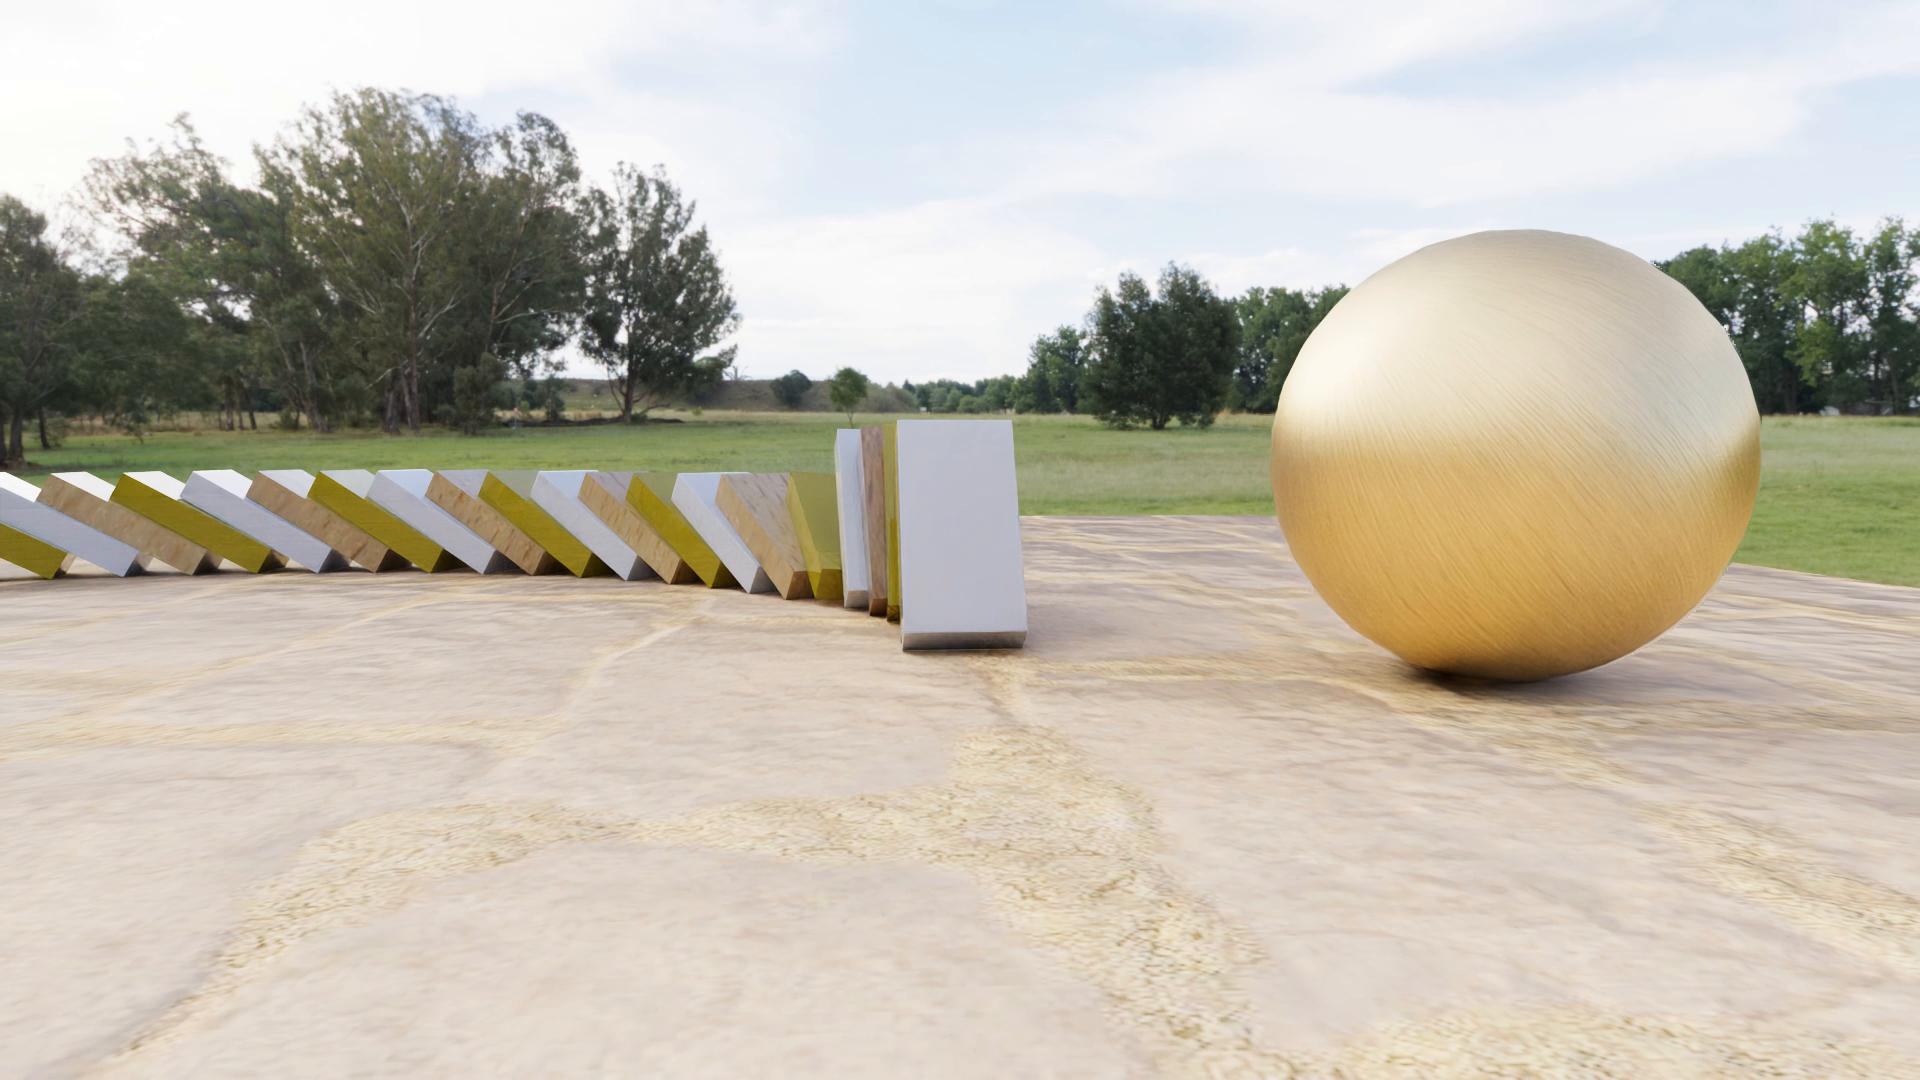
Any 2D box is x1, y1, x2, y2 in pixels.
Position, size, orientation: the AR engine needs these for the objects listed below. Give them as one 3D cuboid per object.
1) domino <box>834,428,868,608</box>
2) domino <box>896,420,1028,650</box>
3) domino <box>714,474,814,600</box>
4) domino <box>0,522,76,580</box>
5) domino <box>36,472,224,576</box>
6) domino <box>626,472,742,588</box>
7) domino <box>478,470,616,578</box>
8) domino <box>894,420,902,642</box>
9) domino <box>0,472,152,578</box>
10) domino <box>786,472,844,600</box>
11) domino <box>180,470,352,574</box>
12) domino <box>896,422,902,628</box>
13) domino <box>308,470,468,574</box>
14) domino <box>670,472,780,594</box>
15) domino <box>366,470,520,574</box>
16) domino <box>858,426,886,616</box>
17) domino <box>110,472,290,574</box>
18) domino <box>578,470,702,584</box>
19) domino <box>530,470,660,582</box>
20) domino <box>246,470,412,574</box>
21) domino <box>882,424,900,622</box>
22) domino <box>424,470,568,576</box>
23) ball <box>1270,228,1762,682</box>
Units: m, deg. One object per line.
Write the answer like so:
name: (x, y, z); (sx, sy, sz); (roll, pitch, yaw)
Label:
domino: (-0.019, -0.006, 0.340); (0.025, 0.050, 0.009); (0, -32, -12)
domino: (0.000, -0.002, 0.272); (0.025, 0.050, 0.009); (0, -27, -5)
domino: (-0.049, -0.002, 0.371); (0.025, 0.009, 0.050); (-3, 36, -36)
domino: (-0.306, -0.004, 0.402); (0.050, 0.010, 0.025); (31, -10, -24)
domino: (-0.270, -0.006, 0.421); (0.050, 0.009, 0.025); (30, -3, -13)
domino: (-0.079, -0.004, 0.397); (0.025, 0.009, 0.050); (-4, 36, -48)
domino: (-0.132, -0.006, 0.425); (0.050, 0.009, 0.025); (35, 18, 20)
domino: (-0.001, -0.003, 0.283); (0.025, 0.050, 0.009); (0, -27, -5)
domino: (-0.289, -0.005, 0.413); (0.050, 0.009, 0.025); (30, -6, -18)
domino: (-0.032, -0.002, 0.359); (0.025, 0.009, 0.050); (3, 32, -20)
domino: (-0.231, -0.007, 0.432); (0.050, 0.009, 0.025); (30, 2, -5)
domino: (-0.002, -0.004, 0.306); (0.025, 0.050, 0.009); (0, -27, -5)
domino: (-0.191, -0.007, 0.435); (0.050, 0.010, 0.025); (31, 8, 5)
domino: (-0.063, -0.003, 0.385); (0.025, 0.009, 0.050); (-4, 36, -42)
domino: (-0.171, -0.007, 0.433); (0.050, 0.009, 0.025); (32, 11, 10)
domino: (-0.012, -0.006, 0.328); (0.025, 0.050, 0.010); (-1, -28, -10)
domino: (-0.251, -0.006, 0.427); (0.050, 0.009, 0.025); (30, 0, -9)
domino: (-0.096, -0.005, 0.408); (0.050, 0.009, 0.025); (38, 24, 28)
domino: (-0.114, -0.005, 0.417); (0.050, 0.009, 0.025); (36, 21, 24)
domino: (-0.211, -0.007, 0.434); (0.050, 0.009, 0.025); (31, 5, 1)
domino: (-0.006, -0.005, 0.316); (0.025, 0.050, 0.009); (0, -27, -5)
domino: (-0.151, -0.007, 0.430); (0.050, 0.009, 0.025); (33, 15, 15)
ball: (0.097, -0.015, 0.230); (0.080, 0.080, 0.080); (0, 4, 0)
